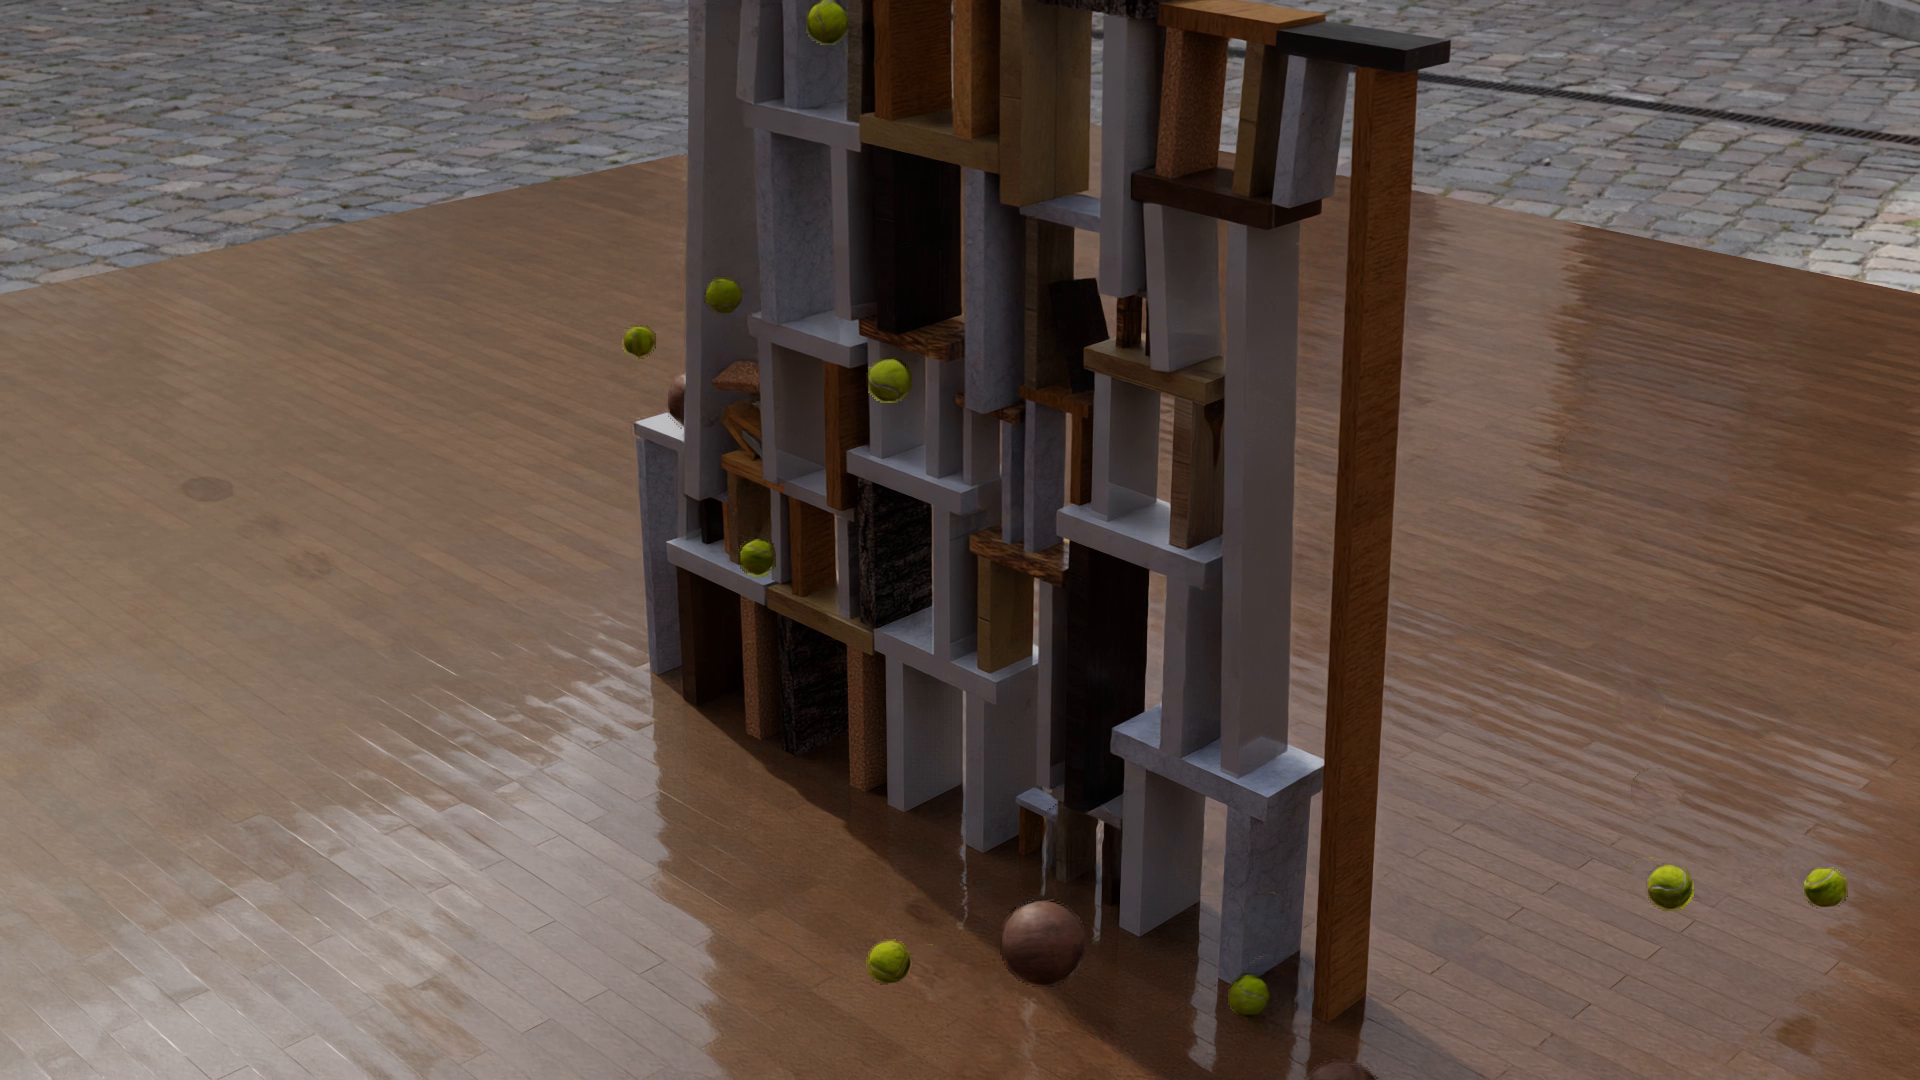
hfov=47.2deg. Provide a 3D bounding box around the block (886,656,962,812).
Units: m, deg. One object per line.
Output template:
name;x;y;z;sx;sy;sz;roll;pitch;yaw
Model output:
block;-0.071;0.367;4.464;0.048;0.338;0.169;21;31;41

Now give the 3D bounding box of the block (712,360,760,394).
block;-0.423;-0.332;4.495;0.156;0.022;0.078;7;40;37

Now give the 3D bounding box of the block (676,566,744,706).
block;-0.545;0.190;4.894;0.046;0.328;0.164;21;31;40

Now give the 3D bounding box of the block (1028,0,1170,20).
block;0.224;-0.907;3.594;0.174;0.049;0.347;-21;30;-40

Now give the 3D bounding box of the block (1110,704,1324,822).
block;0.457;0.385;3.892;0.351;0.050;0.175;21;31;41

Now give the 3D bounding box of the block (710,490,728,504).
block;-0.509;-0.105;4.730;0.117;0.017;0.058;21;31;40

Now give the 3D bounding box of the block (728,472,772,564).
block;-0.442;-0.060;4.680;0.104;0.207;0.029;-21;32;-40

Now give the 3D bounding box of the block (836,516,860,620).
block;-0.196;0.043;4.439;0.031;0.216;0.108;20;30;39

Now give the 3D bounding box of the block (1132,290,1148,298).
block;0.311;-0.424;3.707;0.099;0.014;0.050;21;31;40

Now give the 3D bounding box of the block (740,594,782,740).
block;-0.390;0.251;4.750;0.164;0.328;0.046;-21;31;-40

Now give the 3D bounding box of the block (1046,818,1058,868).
block;0.190;0.579;4.261;0.015;0.106;0.053;21;31;41

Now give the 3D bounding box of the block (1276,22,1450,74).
block;0.596;-0.732;3.261;0.230;0.033;0.115;21;31;40

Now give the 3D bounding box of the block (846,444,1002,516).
block;-0.054;-0.131;4.224;0.313;0.044;0.157;21;31;41

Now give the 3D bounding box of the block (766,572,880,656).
block;-0.231;0.143;4.537;0.162;0.046;0.323;-21;31;-41

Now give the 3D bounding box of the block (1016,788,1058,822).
block;0.165;0.513;4.261;0.106;0.015;0.053;21;31;41

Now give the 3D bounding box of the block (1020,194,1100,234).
block;0.206;-0.564;3.773;0.098;0.028;0.195;-21;30;-40

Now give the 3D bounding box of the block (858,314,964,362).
block;-0.066;-0.388;4.124;0.118;0.034;0.237;-21;31;-40

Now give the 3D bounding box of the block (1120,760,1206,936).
block;0.375;0.537;4.046;0.050;0.351;0.176;21;31;41

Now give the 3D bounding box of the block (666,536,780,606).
block;-0.466;0.048;4.749;0.164;0.046;0.328;-21;31;-40

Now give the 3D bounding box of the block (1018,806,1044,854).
block;0.140;0.559;4.307;0.015;0.106;0.053;21;31;41

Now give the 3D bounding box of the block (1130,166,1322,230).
block;0.425;-0.555;3.522;0.278;0.039;0.139;22;31;40

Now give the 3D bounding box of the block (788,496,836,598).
block;-0.304;-0.001;4.542;0.031;0.216;0.108;15;27;32

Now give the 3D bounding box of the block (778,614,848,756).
block;-0.307;0.283;4.679;0.162;0.323;0.046;-21;31;-41

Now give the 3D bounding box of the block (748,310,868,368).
block;-0.262;-0.407;4.320;0.150;0.043;0.301;-21;31;-41

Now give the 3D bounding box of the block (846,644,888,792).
block;-0.155;0.343;4.539;0.162;0.323;0.046;-21;31;-41

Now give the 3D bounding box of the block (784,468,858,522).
block;-0.246;-0.094;4.445;0.108;0.031;0.216;-21;31;-40

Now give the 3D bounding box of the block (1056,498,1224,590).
block;0.348;-0.008;3.838;0.334;0.047;0.167;21;31;41

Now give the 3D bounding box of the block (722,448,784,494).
block;-0.392;-0.150;4.588;0.104;0.029;0.207;-21;31;-40

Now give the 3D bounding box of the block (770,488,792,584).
block;-0.345;-0.022;4.589;0.104;0.207;0.029;-21;33;-40

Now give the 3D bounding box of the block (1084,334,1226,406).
block;0.353;-0.293;3.719;0.266;0.038;0.133;21;31;41

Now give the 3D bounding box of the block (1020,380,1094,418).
block;0.194;-0.256;3.906;0.166;0.023;0.083;21;30;41

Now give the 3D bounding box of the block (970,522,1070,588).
block;0.143;0.023;4.075;0.118;0.033;0.236;-21;31;-41

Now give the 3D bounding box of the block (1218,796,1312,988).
block;0.540;0.601;3.894;0.050;0.351;0.176;21;31;41

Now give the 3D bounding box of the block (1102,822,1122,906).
block;0.306;0.595;4.138;0.024;0.173;0.086;21;31;41

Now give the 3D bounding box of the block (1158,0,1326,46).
block;0.435;-0.809;3.416;0.118;0.034;0.237;-21;31;-40

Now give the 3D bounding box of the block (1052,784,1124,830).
block;0.265;0.488;4.137;0.086;0.024;0.173;-21;31;-41

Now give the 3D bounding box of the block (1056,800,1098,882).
block;0.225;0.563;4.213;0.024;0.173;0.086;21;31;41

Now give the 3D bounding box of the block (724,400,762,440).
block;-0.433;-0.252;4.602;0.116;0.016;0.058;35;39;27

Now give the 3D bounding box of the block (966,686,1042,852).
block;0.088;0.429;4.318;0.169;0.338;0.048;-21;31;-41

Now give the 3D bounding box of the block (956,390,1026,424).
block;0.073;-0.249;4.029;0.076;0.022;0.152;-21;31;-40

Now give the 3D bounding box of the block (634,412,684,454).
block;-0.607;-0.231;4.791;0.101;0.029;0.202;-21;30;-40

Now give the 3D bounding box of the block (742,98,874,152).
block;-0.239;-0.791;4.135;0.327;0.046;0.163;21;31;40

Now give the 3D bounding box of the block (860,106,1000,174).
block;0.003;-0.719;3.910;0.346;0.049;0.173;21;31;40

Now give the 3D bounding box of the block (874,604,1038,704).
block;0.008;0.220;4.316;0.337;0.048;0.169;21;31;41
